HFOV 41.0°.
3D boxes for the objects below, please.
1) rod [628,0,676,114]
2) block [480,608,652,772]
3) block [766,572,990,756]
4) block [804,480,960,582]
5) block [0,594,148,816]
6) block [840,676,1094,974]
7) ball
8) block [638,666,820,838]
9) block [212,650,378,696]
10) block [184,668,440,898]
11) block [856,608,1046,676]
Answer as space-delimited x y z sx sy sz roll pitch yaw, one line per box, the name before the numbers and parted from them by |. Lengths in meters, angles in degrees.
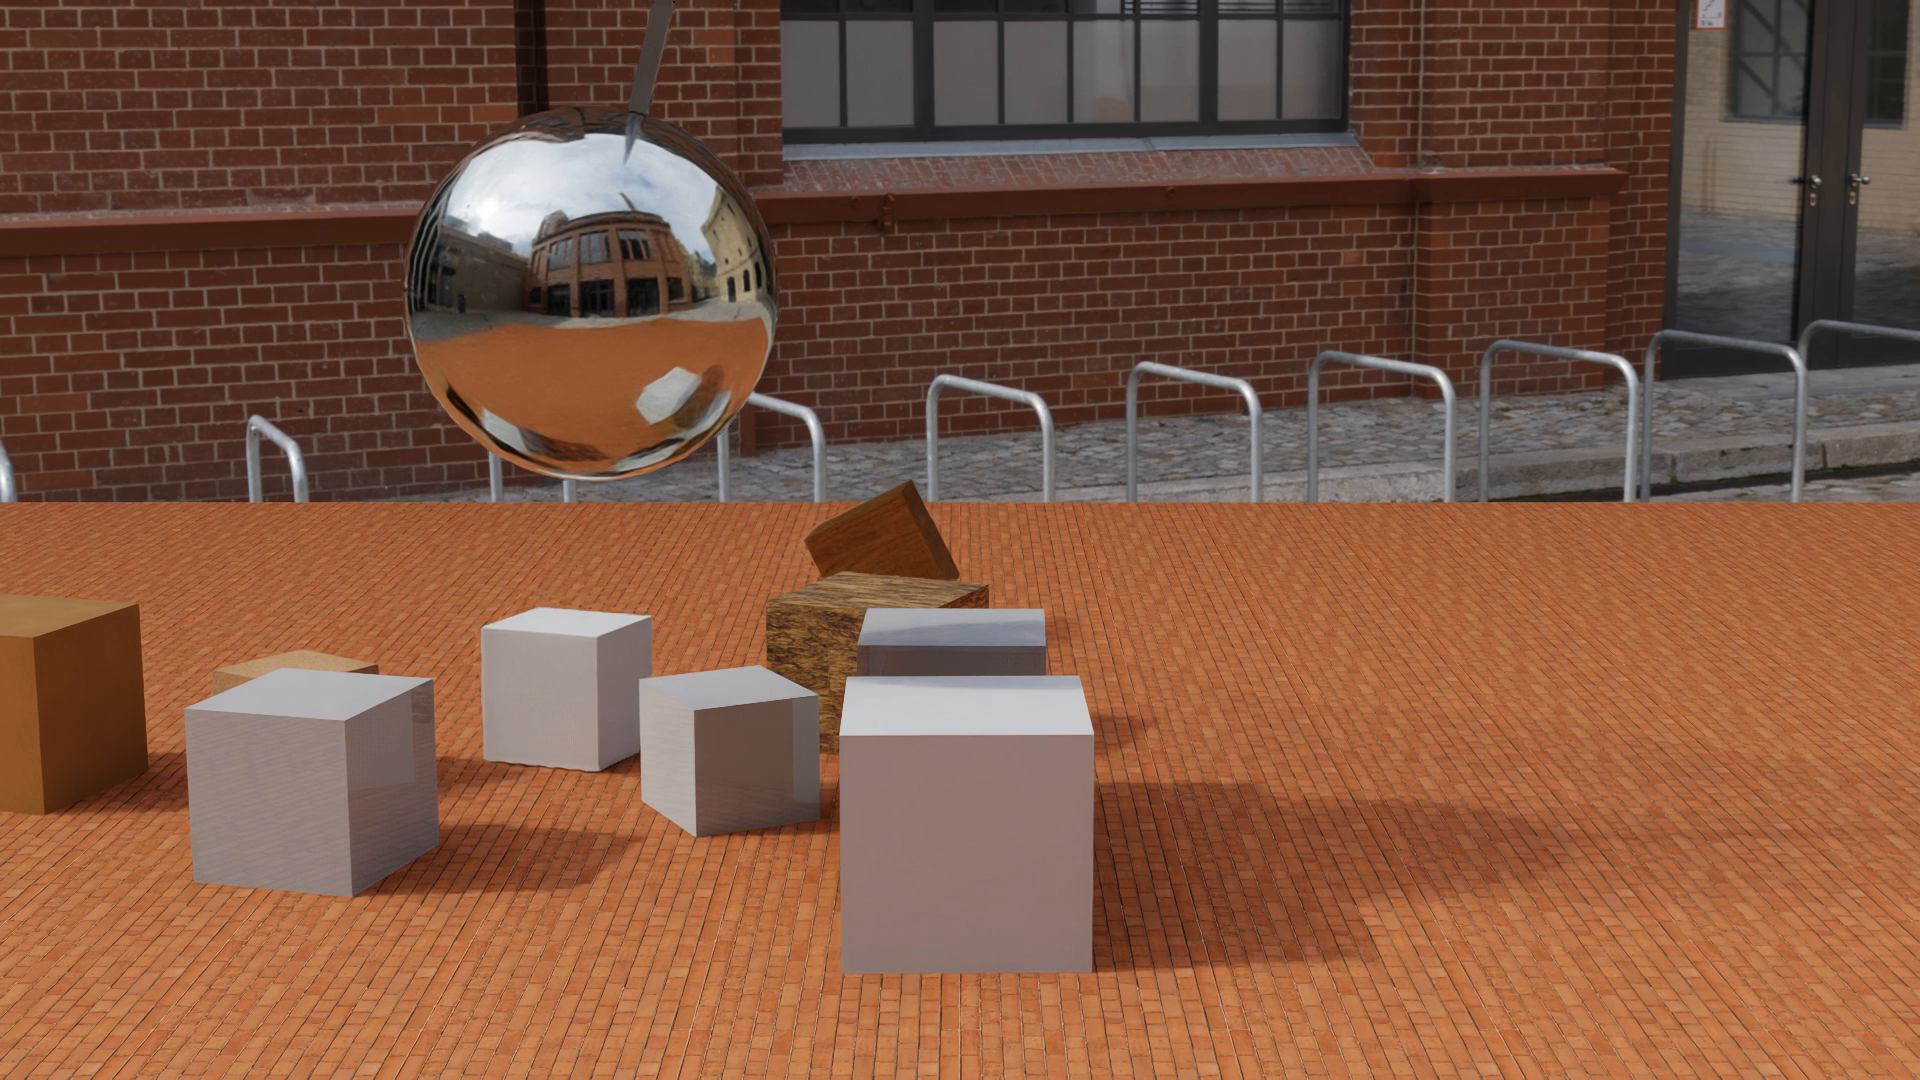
rod | -0.682 -4.279 10.402 0.080 5.200 0.080 15 10 -3
block | -2.040 0.768 13.358 0.667 0.697 0.603 4 10 20
block | -0.429 0.666 13.708 0.887 0.786 0.895 5 11 23
block | -0.487 0.113 16.286 0.683 0.696 0.653 -26 5 8
block | -4.699 0.795 12.753 0.909 0.872 0.841 3 11 17
block | 0.020 1.147 10.543 0.991 0.972 0.992 0 10 -1
ball | -1.573 -1.051 10.989 1.600 1.600 1.600 0 10 0
block | -1.112 1.004 12.340 0.635 0.610 0.704 -5 12 -28
block | -3.311 0.923 12.843 0.574 0.590 0.566 7 13 34
block | -2.888 1.068 11.496 0.779 0.785 0.807 3 11 16
block | -0.030 0.863 12.247 0.867 0.920 0.828 0 10 1
